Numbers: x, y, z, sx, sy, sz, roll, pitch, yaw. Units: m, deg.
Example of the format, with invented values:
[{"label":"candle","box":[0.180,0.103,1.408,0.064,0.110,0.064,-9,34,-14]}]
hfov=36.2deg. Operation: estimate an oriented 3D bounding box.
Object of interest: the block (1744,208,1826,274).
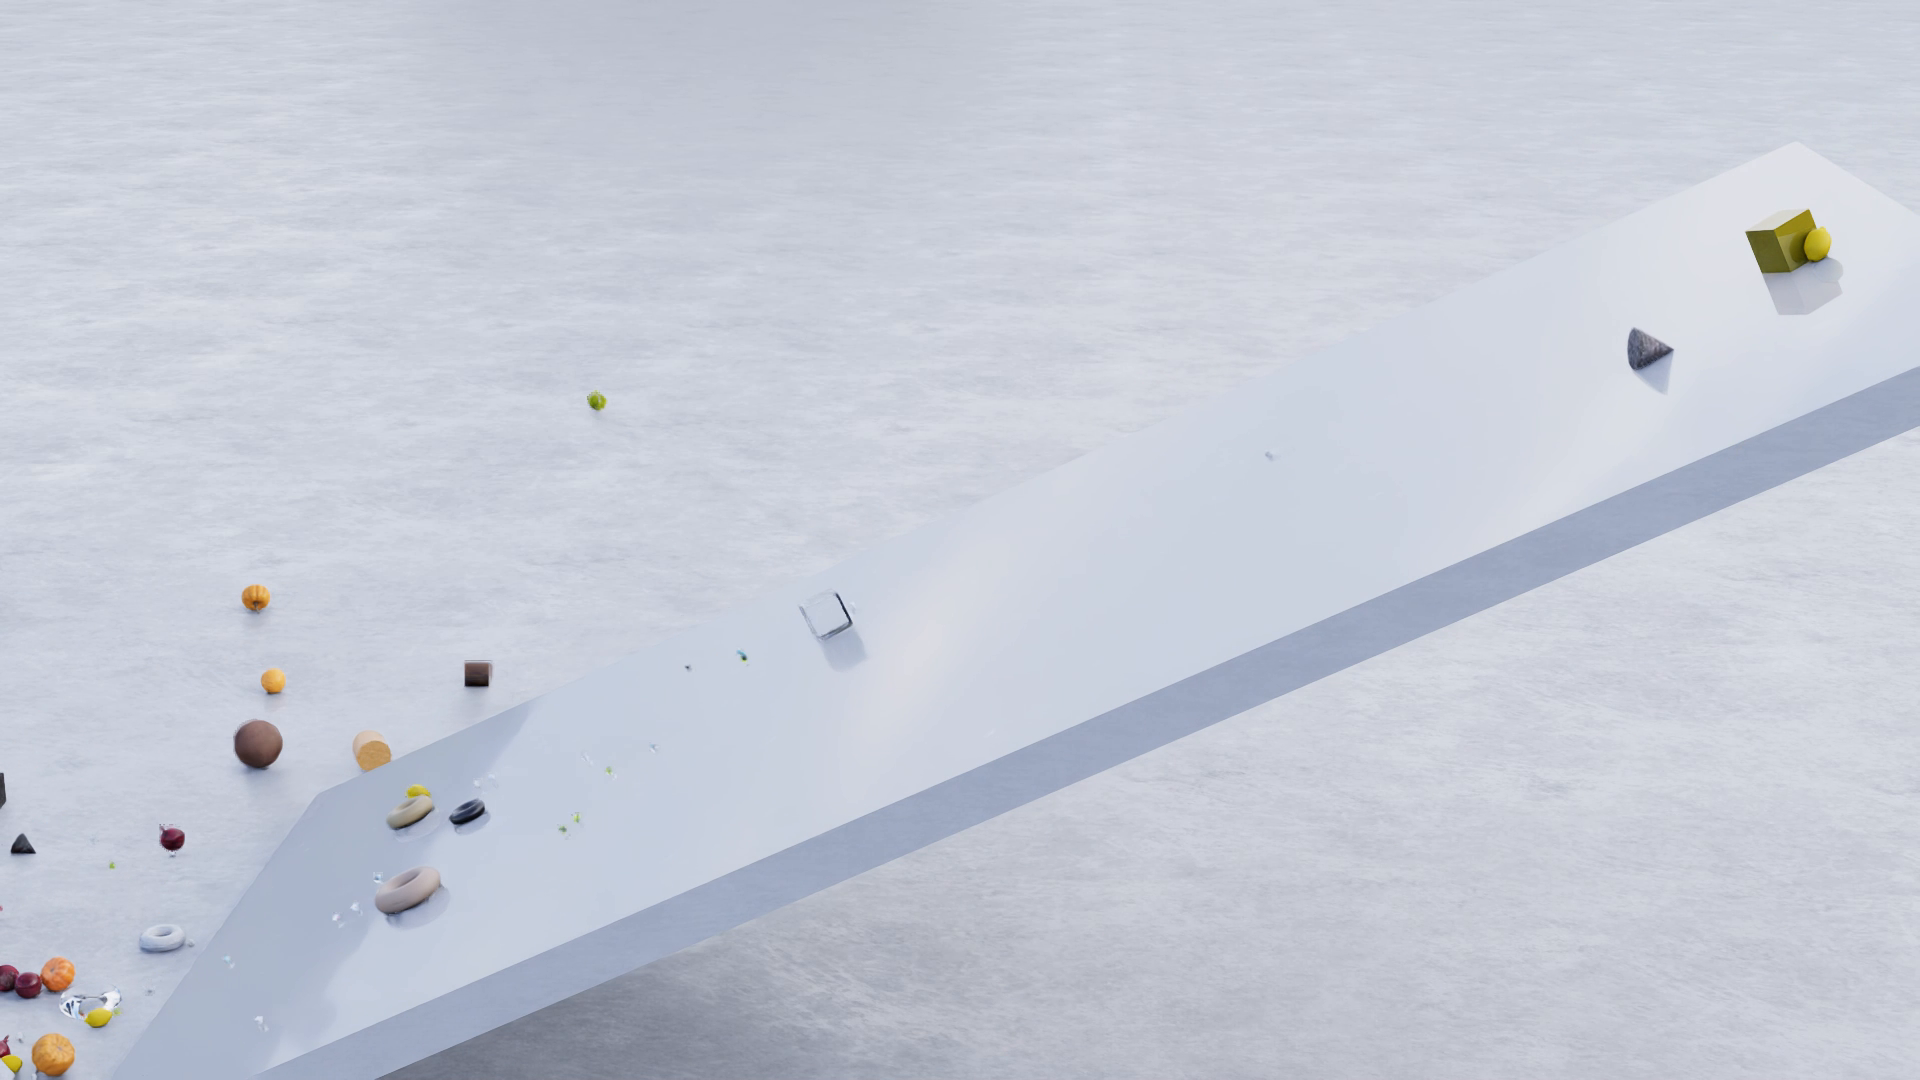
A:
[{"label":"block","box":[1.674,-0.607,5.968,0.096,0.096,0.096,-30,14,-17]}]

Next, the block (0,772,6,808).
[{"label":"block","box":[-2.550,0.660,7.700,0.079,0.079,0.079,-1,16,-3]}]

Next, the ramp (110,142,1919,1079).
[{"label":"ramp","box":[0.135,0.169,6.282,4.000,0.100,2.000,-24,13,9]}]

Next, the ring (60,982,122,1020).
[{"label":"ring","box":[-1.920,1.017,6.494,0.134,0.045,0.134,0,17,0]}]

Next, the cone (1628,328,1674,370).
[{"label":"cone","box":[1.365,-0.376,5.783,0.082,0.082,0.082,1,16,-4]}]

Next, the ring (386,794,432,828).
[{"label":"ring","box":[-1.280,0.632,6.839,0.116,0.039,0.116,-26,12,6]}]

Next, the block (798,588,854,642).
[{"label":"block","box":[-0.306,0.170,6.700,0.085,0.085,0.085,-28,13,-10]}]

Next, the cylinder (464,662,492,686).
[{"label":"cylinder","box":[-1.420,0.393,8.666,0.071,0.071,0.071,0,16,1]}]

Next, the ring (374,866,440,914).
[{"label":"ring","box":[-1.163,0.736,6.192,0.148,0.049,0.148,-23,14,6]}]

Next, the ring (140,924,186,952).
[{"label":"ring","box":[-1.854,0.925,6.837,0.106,0.035,0.106,0,17,0]}]

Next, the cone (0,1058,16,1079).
[{"label":"cone","box":[-2.023,1.088,6.135,0.084,0.084,0.084,-10,8,1]}]

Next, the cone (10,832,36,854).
[{"label":"cone","box":[-2.345,0.774,7.392,0.057,0.057,0.057,29,19,3]}]

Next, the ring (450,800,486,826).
[{"label":"ring","box":[-1.108,0.612,6.614,0.086,0.029,0.086,-23,14,6]}]
